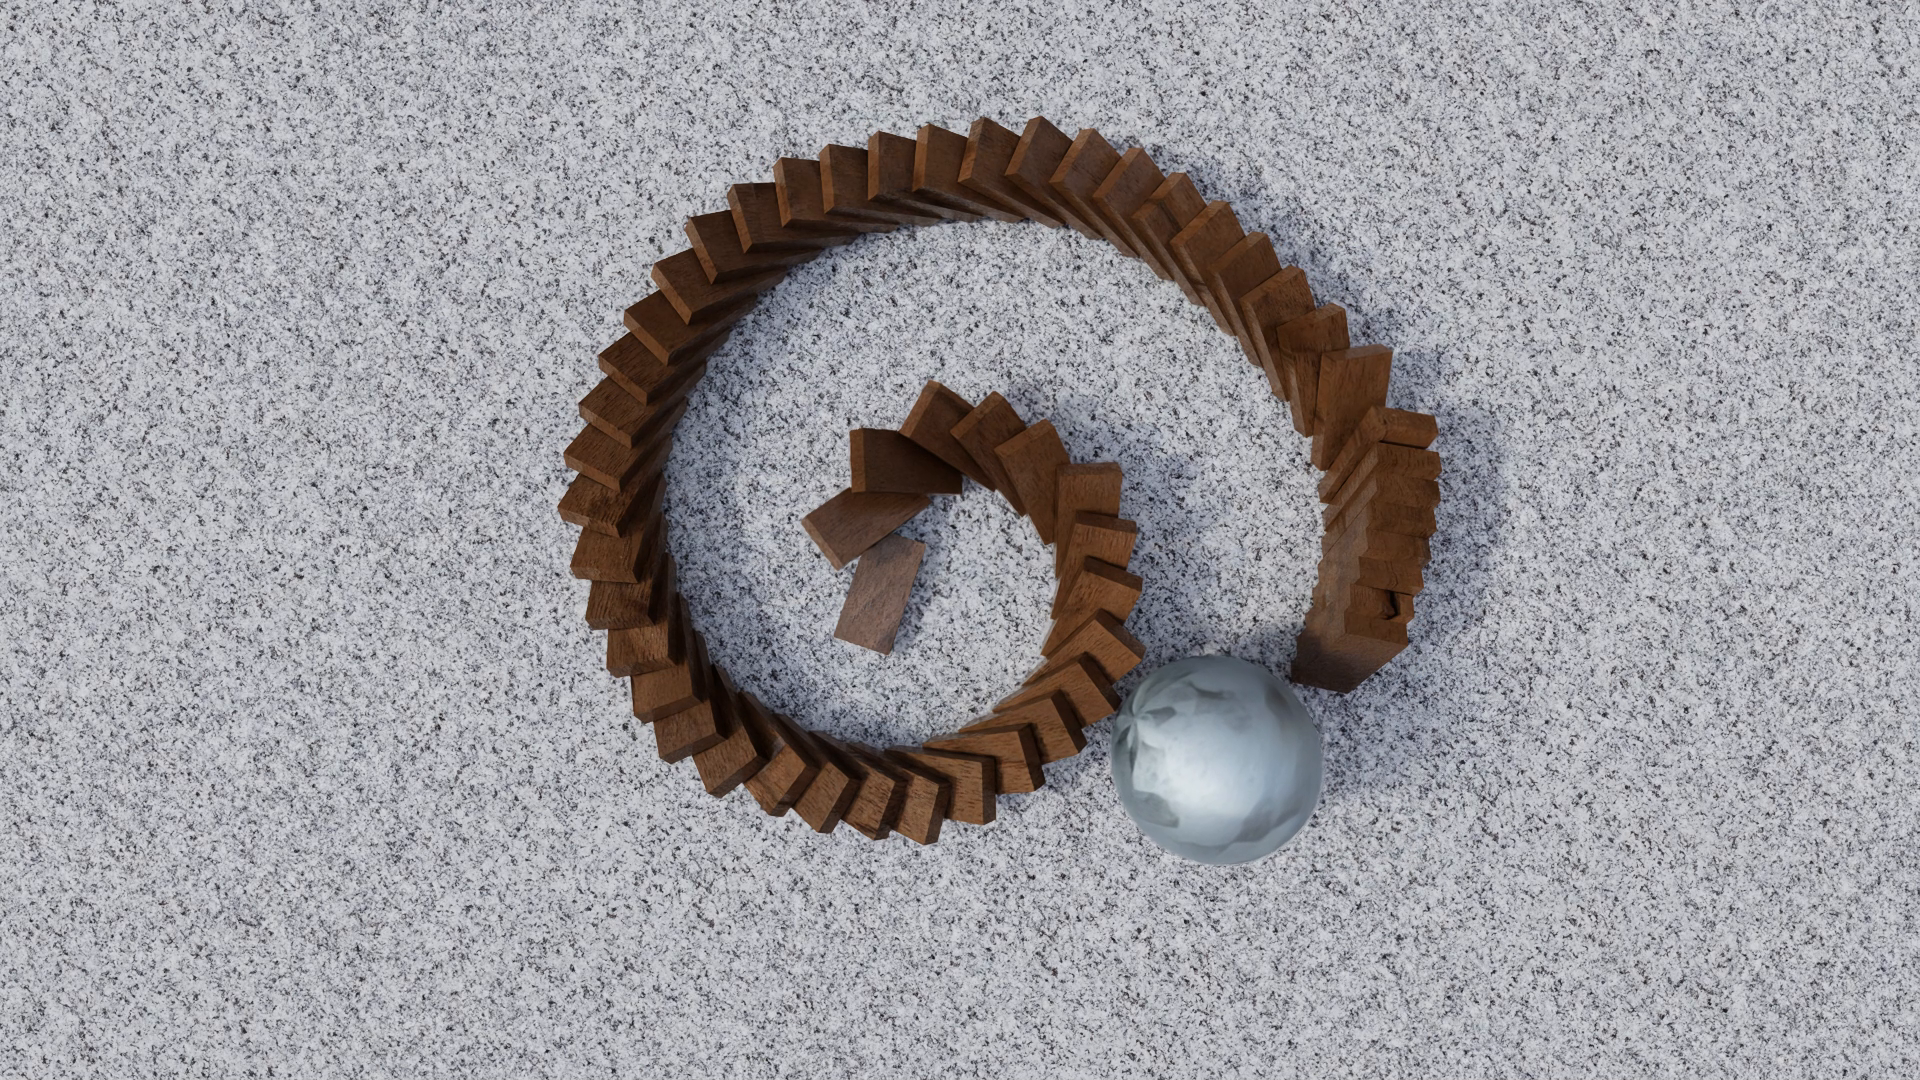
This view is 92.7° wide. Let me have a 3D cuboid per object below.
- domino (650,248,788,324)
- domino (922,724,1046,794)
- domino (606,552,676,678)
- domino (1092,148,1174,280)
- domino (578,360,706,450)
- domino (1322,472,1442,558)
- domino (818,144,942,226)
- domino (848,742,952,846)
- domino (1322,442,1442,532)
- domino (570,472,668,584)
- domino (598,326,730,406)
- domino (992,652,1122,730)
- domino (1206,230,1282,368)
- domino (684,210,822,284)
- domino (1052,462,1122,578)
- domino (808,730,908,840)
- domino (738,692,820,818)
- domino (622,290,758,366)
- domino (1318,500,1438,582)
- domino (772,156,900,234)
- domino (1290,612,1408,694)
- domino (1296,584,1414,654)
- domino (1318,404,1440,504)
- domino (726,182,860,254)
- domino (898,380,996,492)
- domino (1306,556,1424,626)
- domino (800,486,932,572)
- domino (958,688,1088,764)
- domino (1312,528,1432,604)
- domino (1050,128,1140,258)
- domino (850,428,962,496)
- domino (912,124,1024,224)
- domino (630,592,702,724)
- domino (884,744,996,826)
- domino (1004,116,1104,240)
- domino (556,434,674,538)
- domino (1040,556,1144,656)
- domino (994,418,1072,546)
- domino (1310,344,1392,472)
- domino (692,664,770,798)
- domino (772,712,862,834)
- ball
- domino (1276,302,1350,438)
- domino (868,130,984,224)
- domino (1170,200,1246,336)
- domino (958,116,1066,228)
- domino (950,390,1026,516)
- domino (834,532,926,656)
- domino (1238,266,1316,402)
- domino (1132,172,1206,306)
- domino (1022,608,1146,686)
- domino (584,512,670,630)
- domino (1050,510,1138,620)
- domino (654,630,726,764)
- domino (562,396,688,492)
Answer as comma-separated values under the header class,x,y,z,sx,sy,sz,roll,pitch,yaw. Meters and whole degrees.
class,x,y,z,sx,sy,sz,roll,pitch,yaw
domino,-0.100,-0.111,0.382,0.050,0.009,0.025,-37,90,-33
domino,0.009,0.093,0.382,0.050,0.010,0.025,-16,90,35
domino,-0.132,0.031,0.382,0.025,0.010,0.050,-11,57,0
domino,0.080,-0.135,0.383,0.050,0.010,0.025,37,90,-32
domino,-0.132,-0.063,0.382,0.025,0.010,0.050,32,58,1
domino,0.172,-0.008,0.376,0.025,0.050,0.010,9,57,0
domino,-0.033,-0.147,0.383,0.050,0.009,0.025,-6,90,-33
domino,-0.029,0.105,0.382,0.050,0.009,0.025,15,91,34
domino,0.172,-0.019,0.376,0.025,0.050,0.010,9,57,0
domino,-0.142,-0.007,0.382,0.025,0.010,0.050,4,56,0
domino,-0.123,-0.081,0.383,0.025,0.009,0.050,39,58,0
domino,0.040,0.069,0.382,0.050,0.010,0.025,-37,90,34
domino,0.125,-0.100,0.383,0.025,0.010,0.050,-39,122,0
domino,-0.085,-0.125,0.382,0.050,0.009,0.025,-26,90,-33
domino,0.052,-0.008,0.382,0.025,0.010,0.050,-3,123,-2
domino,-0.047,0.101,0.382,0.050,0.010,0.025,21,90,34
domino,-0.083,0.089,0.382,0.050,0.009,0.025,37,90,34
domino,-0.112,-0.096,0.383,0.025,0.010,0.050,44,58,0
domino,0.170,0.004,0.376,0.025,0.050,0.010,9,57,0
domino,-0.051,-0.143,0.383,0.050,0.009,0.025,-9,90,-33
domino,0.158,0.047,0.376,0.025,0.050,0.010,12,58,0
domino,0.161,0.036,0.376,0.025,0.050,0.010,12,58,0
domino,0.171,-0.032,0.377,0.025,0.050,0.010,10,53,-1
domino,-0.069,-0.135,0.382,0.050,0.009,0.025,-17,89,-33
domino,0.001,-0.043,0.381,0.050,0.009,0.025,30,90,-36
domino,0.165,0.026,0.376,0.025,0.050,0.009,10,57,0
domino,-0.039,-0.012,0.384,0.050,0.010,0.025,-37,90,-29
domino,0.026,0.082,0.382,0.050,0.009,0.025,-27,90,34
domino,0.168,0.015,0.376,0.025,0.050,0.010,10,57,0
domino,0.063,-0.144,0.383,0.050,0.010,0.025,31,89,-32
domino,-0.022,-0.032,0.380,0.050,0.010,0.025,-1,88,-40
domino,0.005,-0.152,0.383,0.050,0.009,0.025,5,90,-32
domino,-0.124,0.048,0.382,0.025,0.009,0.050,-20,57,0
domino,-0.009,0.101,0.382,0.050,0.010,0.025,-2,90,35
domino,0.045,-0.150,0.382,0.050,0.010,0.025,24,90,-33
domino,-0.143,-0.027,0.382,0.025,0.009,0.050,18,57,1
domino,0.054,0.032,0.381,0.025,0.009,0.050,21,127,0
domino,0.036,-0.023,0.381,0.025,0.009,0.050,-31,127,0
domino,0.163,-0.055,0.382,0.025,0.009,0.050,-10,123,-3
domino,-0.101,0.079,0.382,0.025,0.010,0.050,-37,56,0
domino,-0.066,0.097,0.382,0.050,0.009,0.025,31,90,33
ball,0.100,0.085,0.360,0.080,0.080,0.080,0,90,0
domino,0.150,-0.070,0.382,0.025,0.009,0.050,-25,123,0
domino,-0.014,-0.151,0.383,0.050,0.009,0.025,0,90,-32
domino,0.111,-0.113,0.383,0.025,0.010,0.050,-43,122,0
domino,0.025,-0.152,0.383,0.050,0.010,0.025,13,90,-33
domino,0.020,-0.035,0.382,0.025,0.009,0.050,-42,125,0
domino,-0.034,0.022,0.395,0.025,0.009,0.050,19,90,0
domino,0.137,-0.086,0.383,0.025,0.010,0.050,-34,122,0
domino,0.096,-0.125,0.383,0.025,0.010,0.050,-48,122,0
domino,0.051,0.053,0.382,0.025,0.009,0.050,41,125,0
domino,-0.138,0.012,0.383,0.025,0.010,0.050,-4,57,0
domino,0.055,0.013,0.382,0.025,0.010,0.050,10,125,0
domino,-0.116,0.065,0.382,0.025,0.010,0.050,-24,57,1
domino,-0.139,-0.046,0.382,0.025,0.010,0.050,26,57,1
